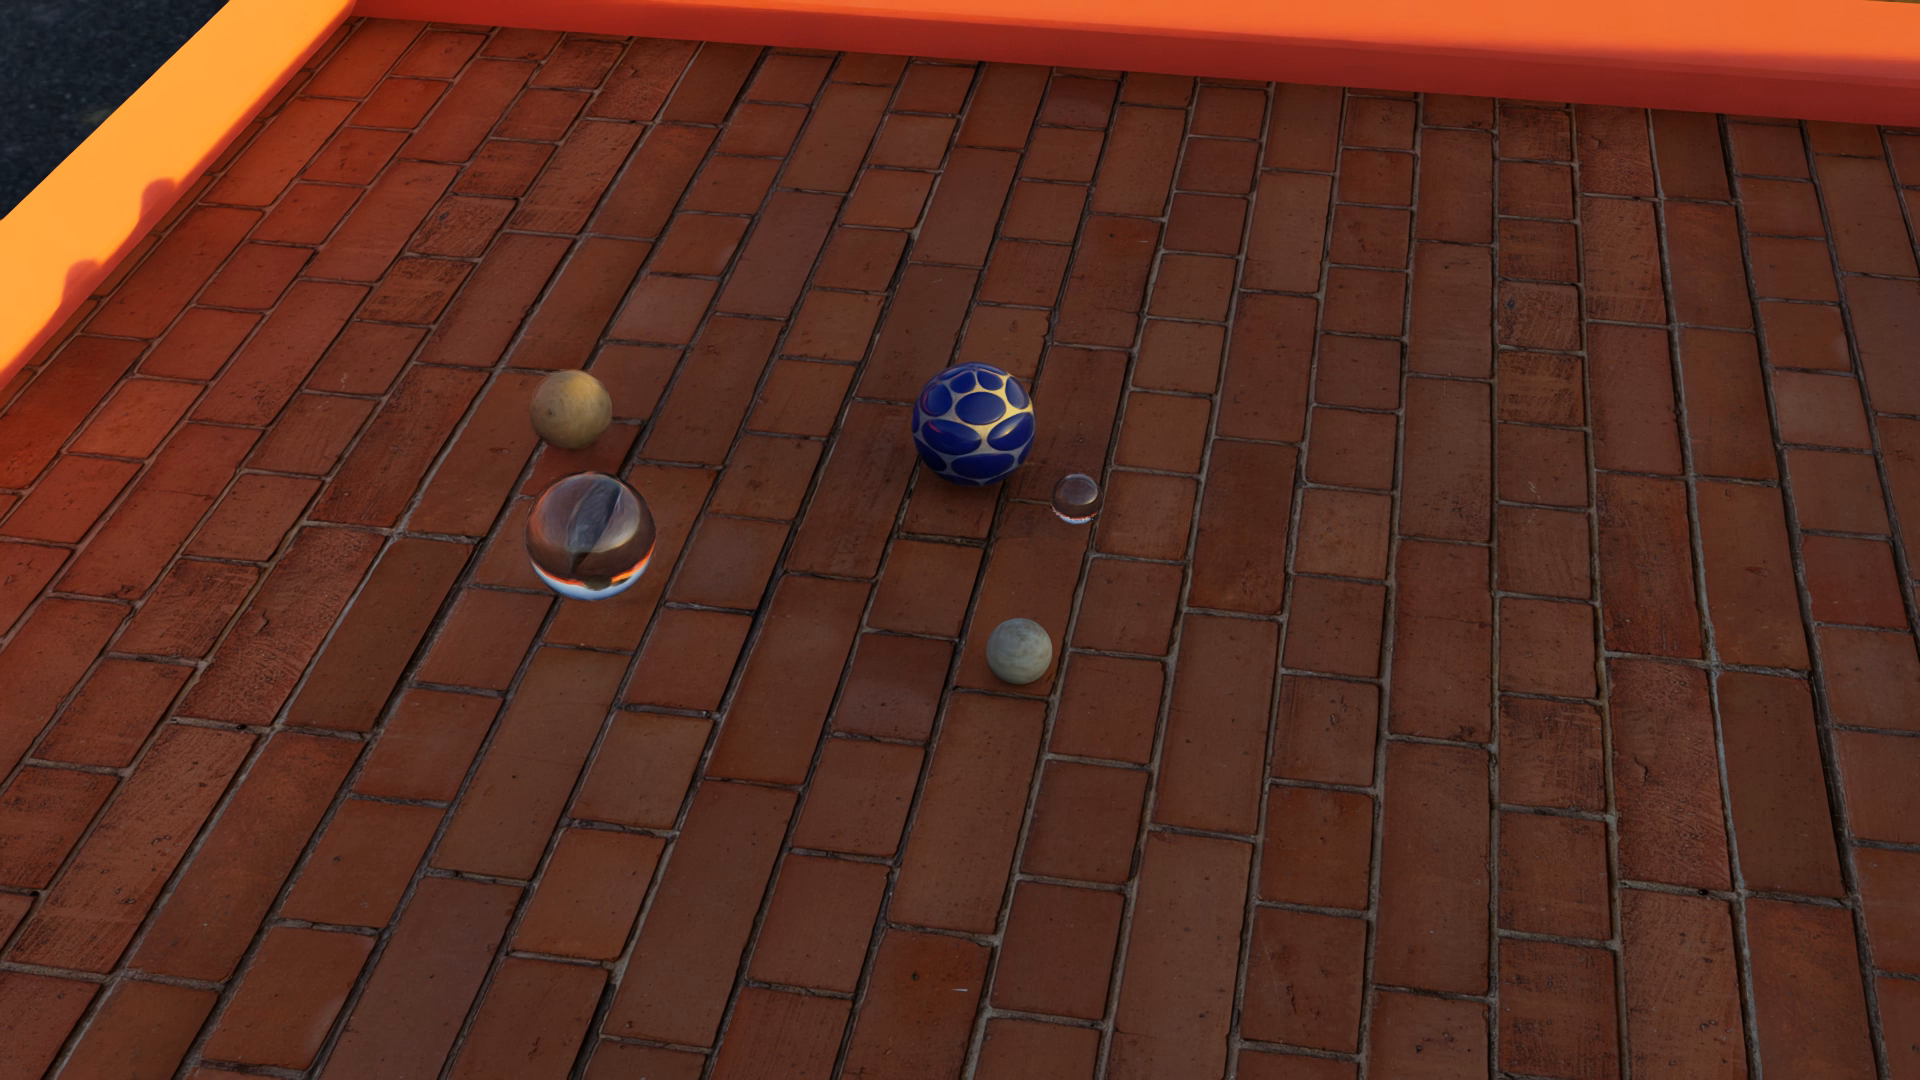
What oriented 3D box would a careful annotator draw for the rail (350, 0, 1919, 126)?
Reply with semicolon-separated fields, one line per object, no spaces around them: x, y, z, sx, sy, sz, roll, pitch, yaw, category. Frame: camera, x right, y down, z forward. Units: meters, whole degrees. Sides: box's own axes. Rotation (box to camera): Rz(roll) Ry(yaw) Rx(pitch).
0.997;-0.458;2.544;3.406;0.129;0.045;6;35;8;rail

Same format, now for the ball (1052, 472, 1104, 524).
0.091;-0.032;2.004;0.041;0.041;0.041;0;34;0;ball

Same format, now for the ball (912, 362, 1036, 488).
0.011;-0.092;2.038;0.099;0.099;0.099;0;34;0;ball

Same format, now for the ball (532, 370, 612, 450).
-0.316;-0.106;2.089;0.065;0.065;0.065;0;34;0;ball

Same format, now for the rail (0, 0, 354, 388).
-0.816;-0.105;2.029;0.045;0.129;1.897;6;35;8;rail

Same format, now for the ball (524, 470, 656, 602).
-0.275;-0.003;1.911;0.097;0.097;0.097;0;34;0;ball

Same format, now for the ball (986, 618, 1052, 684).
0.042;0.080;1.834;0.048;0.048;0.048;0;34;0;ball
